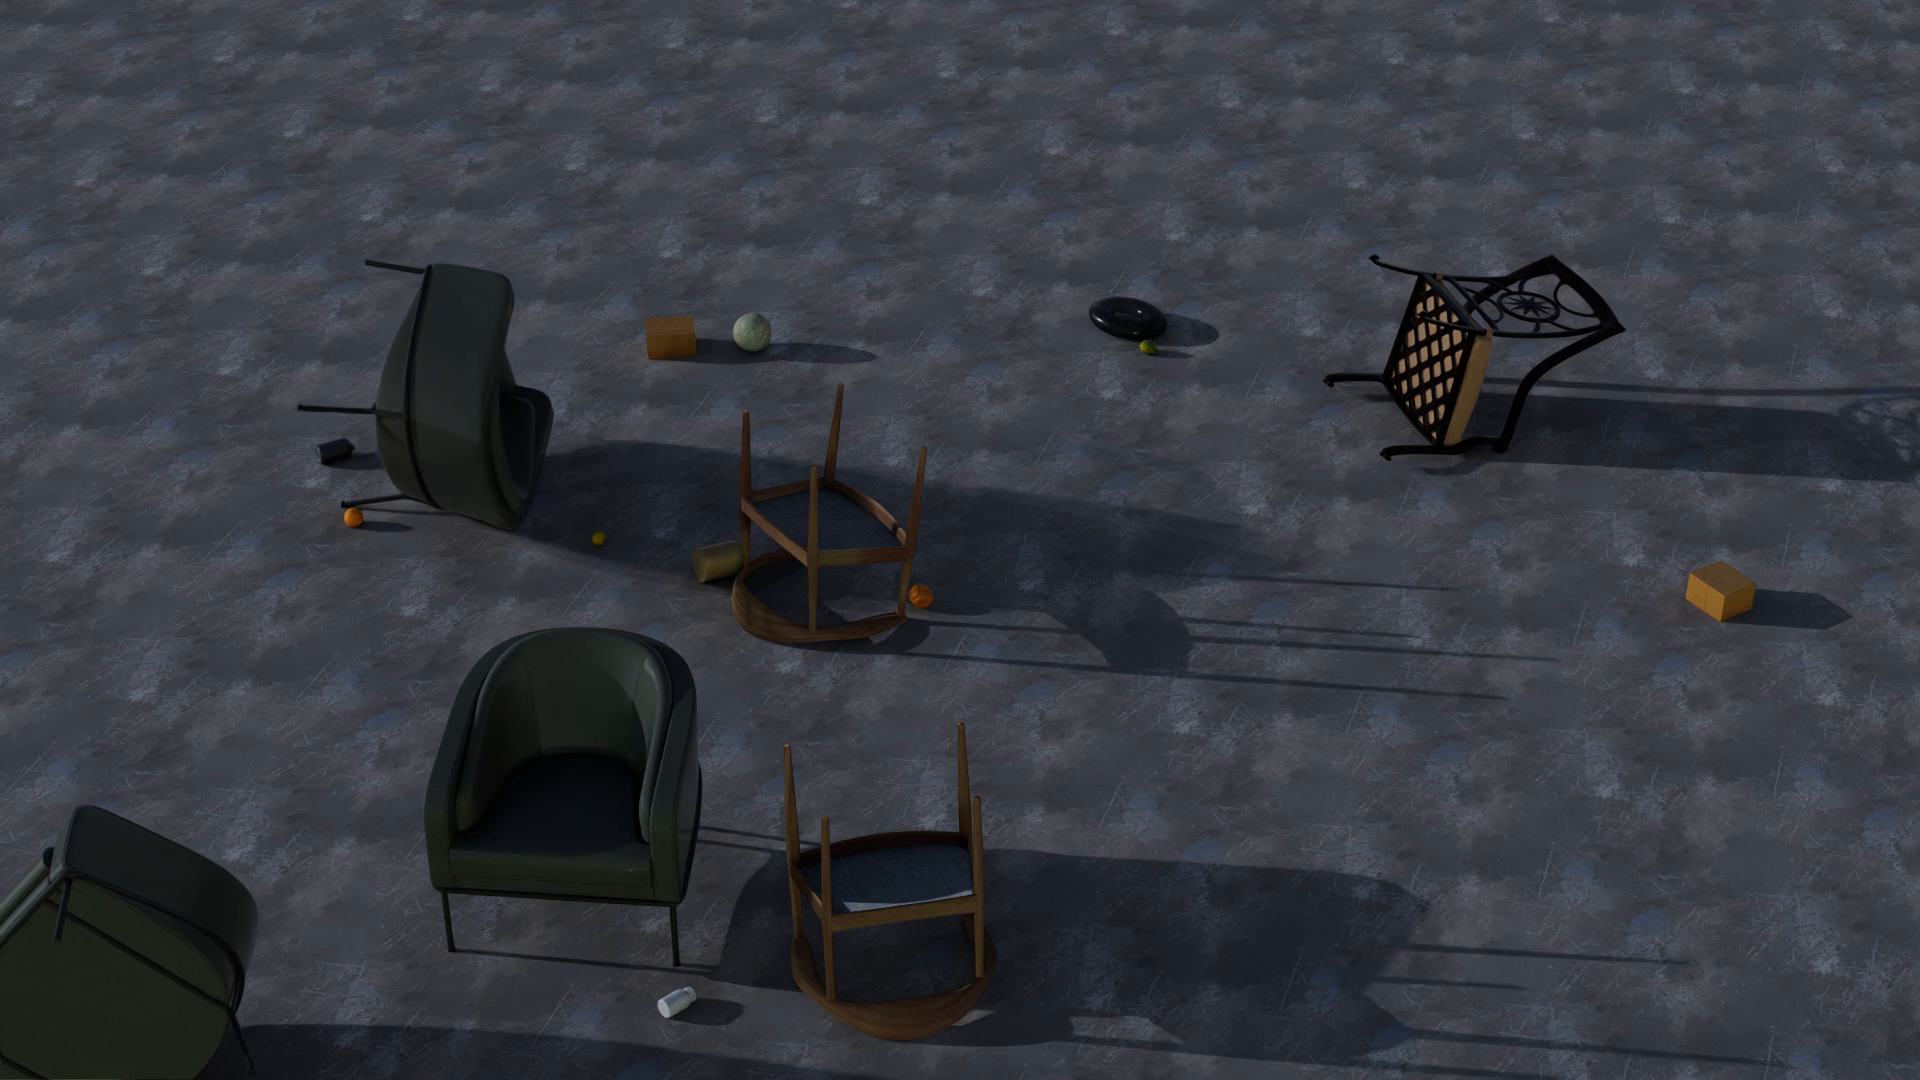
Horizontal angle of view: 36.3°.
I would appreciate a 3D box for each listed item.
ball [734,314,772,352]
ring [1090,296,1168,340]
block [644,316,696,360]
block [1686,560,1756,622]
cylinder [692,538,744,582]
[{"bbox_3d":[-0.856,-0.857,12.101,0.159,0.159,0.159,0,33,0],"label":"ball"},{"bbox_3d":[0.703,-0.929,12.278,0.350,0.084,0.264,21,38,28],"label":"ring"},{"bbox_3d":[-1.197,-0.838,12.120,0.196,0.106,0.151,-5,34,-8],"label":"block"},{"bbox_3d":[2.741,0.183,10.564,0.154,0.113,0.175,-19,38,-27],"label":"block"},{"bbox_3d":[-0.881,0.075,10.689,0.148,0.128,0.180,-13,-9,-19],"label":"cylinder"}]
